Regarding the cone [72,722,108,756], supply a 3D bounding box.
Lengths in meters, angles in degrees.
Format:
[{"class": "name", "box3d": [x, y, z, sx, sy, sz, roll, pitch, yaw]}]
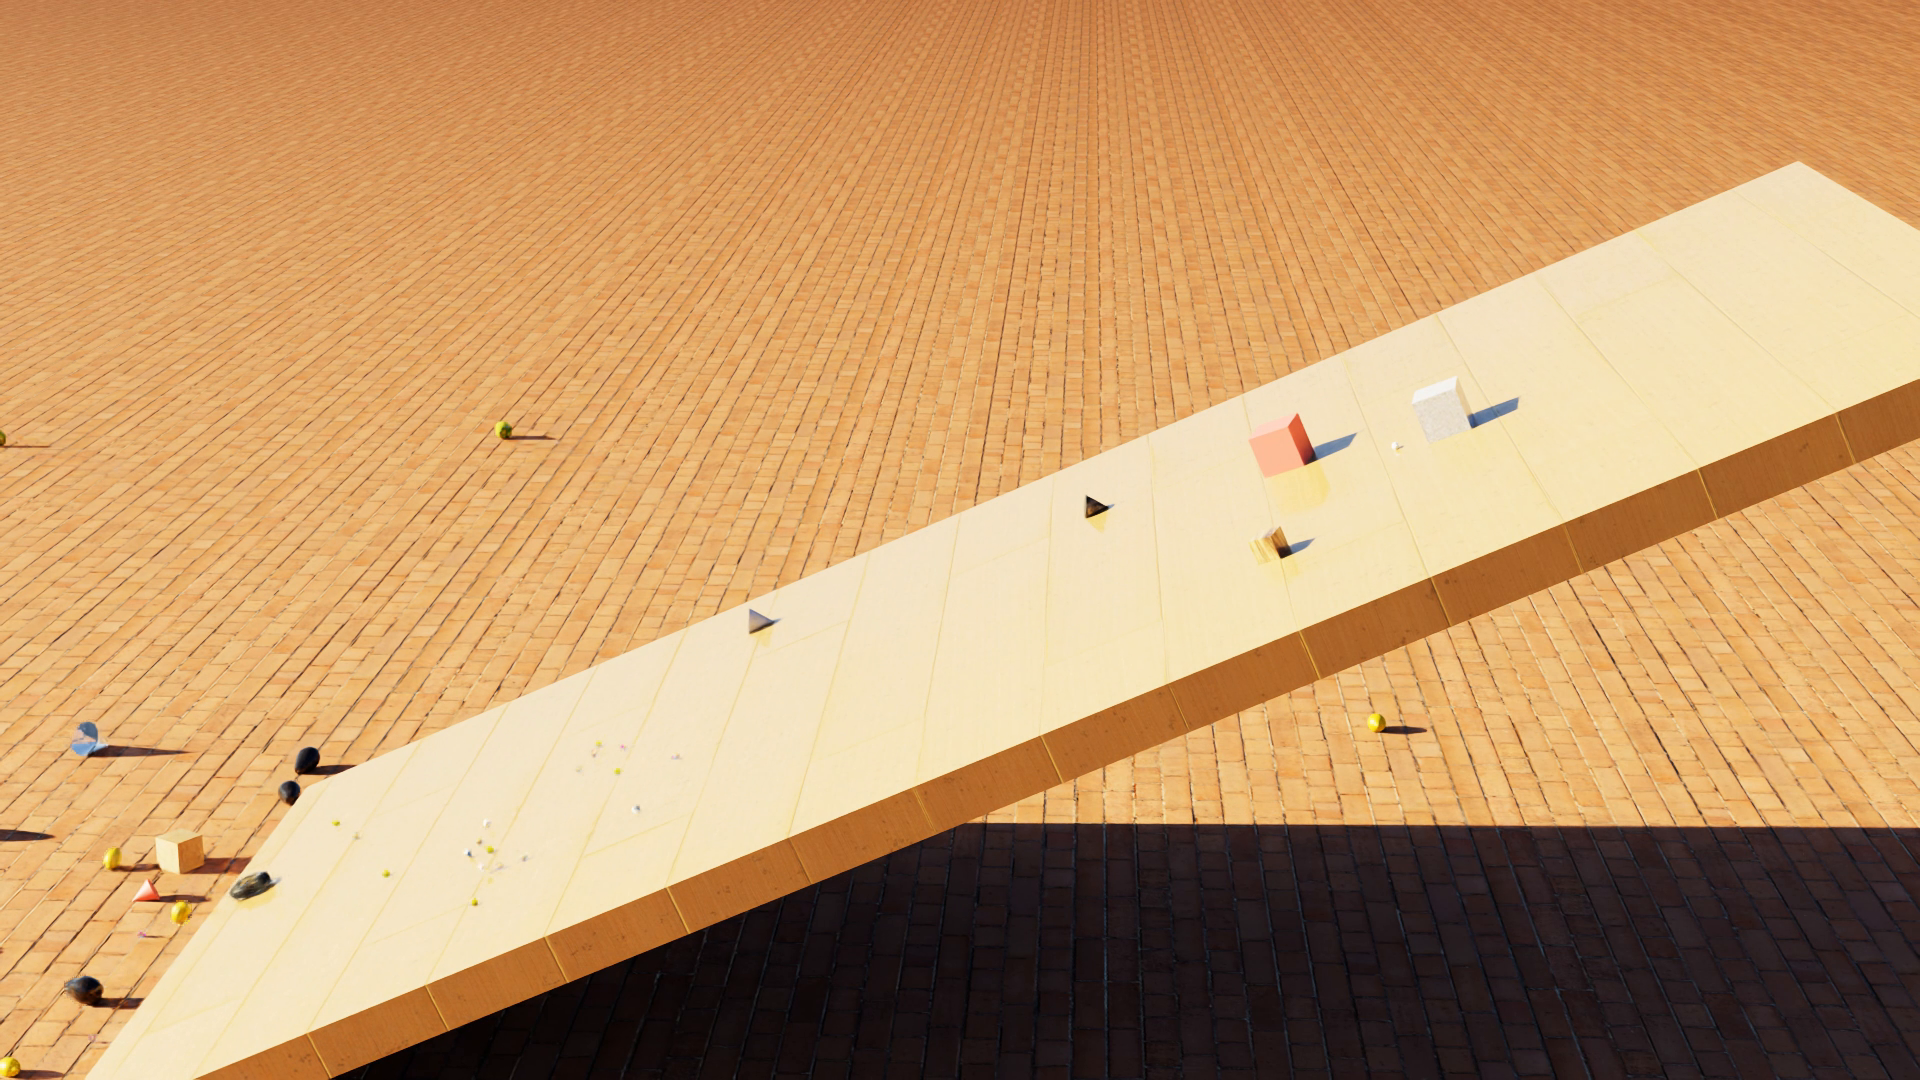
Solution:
[{"class": "cone", "box3d": [-2.372, 0.555, 8.084, 0.096, 0.096, 0.096, 8, -10, 28]}]

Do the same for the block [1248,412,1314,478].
[{"class": "block", "box3d": [0.690, -0.203, 6.320, 0.094, 0.094, 0.094, -18, 14, 26]}]

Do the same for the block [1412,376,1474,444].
[{"class": "block", "box3d": [0.989, -0.266, 6.024, 0.093, 0.093, 0.093, -20, 13, 19]}]

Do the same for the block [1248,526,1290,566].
[{"class": "block", "box3d": [0.601, 0.011, 5.717, 0.051, 0.051, 0.051, -15, 16, 35]}]

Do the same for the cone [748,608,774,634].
[{"class": "cone", "box3d": [-0.473, 0.194, 7.019, 0.062, 0.062, 0.062, 1, 15, -5]}]

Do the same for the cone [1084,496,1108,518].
[{"class": "cone", "box3d": [0.310, -0.076, 6.668, 0.053, 0.053, 0.053, 2, 15, -3]}]

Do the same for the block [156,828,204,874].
[{"class": "block", "box3d": [-1.917, 0.765, 7.229, 0.079, 0.079, 0.079, 10, 18, 33]}]

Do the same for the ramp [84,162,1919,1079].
[{"class": "ramp", "box3d": [0.131, 0.170, 6.285, 4.000, 0.100, 2.000, -23, 13, 8]}]

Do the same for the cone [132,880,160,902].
[{"class": "cone", "box3d": [-1.951, 0.848, 7.021, 0.058, 0.058, 0.058, -30, 21, -7]}]

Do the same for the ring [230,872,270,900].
[{"class": "ring", "box3d": [-1.621, 0.790, 6.720, 0.098, 0.033, 0.098, -23, 14, 6]}]
